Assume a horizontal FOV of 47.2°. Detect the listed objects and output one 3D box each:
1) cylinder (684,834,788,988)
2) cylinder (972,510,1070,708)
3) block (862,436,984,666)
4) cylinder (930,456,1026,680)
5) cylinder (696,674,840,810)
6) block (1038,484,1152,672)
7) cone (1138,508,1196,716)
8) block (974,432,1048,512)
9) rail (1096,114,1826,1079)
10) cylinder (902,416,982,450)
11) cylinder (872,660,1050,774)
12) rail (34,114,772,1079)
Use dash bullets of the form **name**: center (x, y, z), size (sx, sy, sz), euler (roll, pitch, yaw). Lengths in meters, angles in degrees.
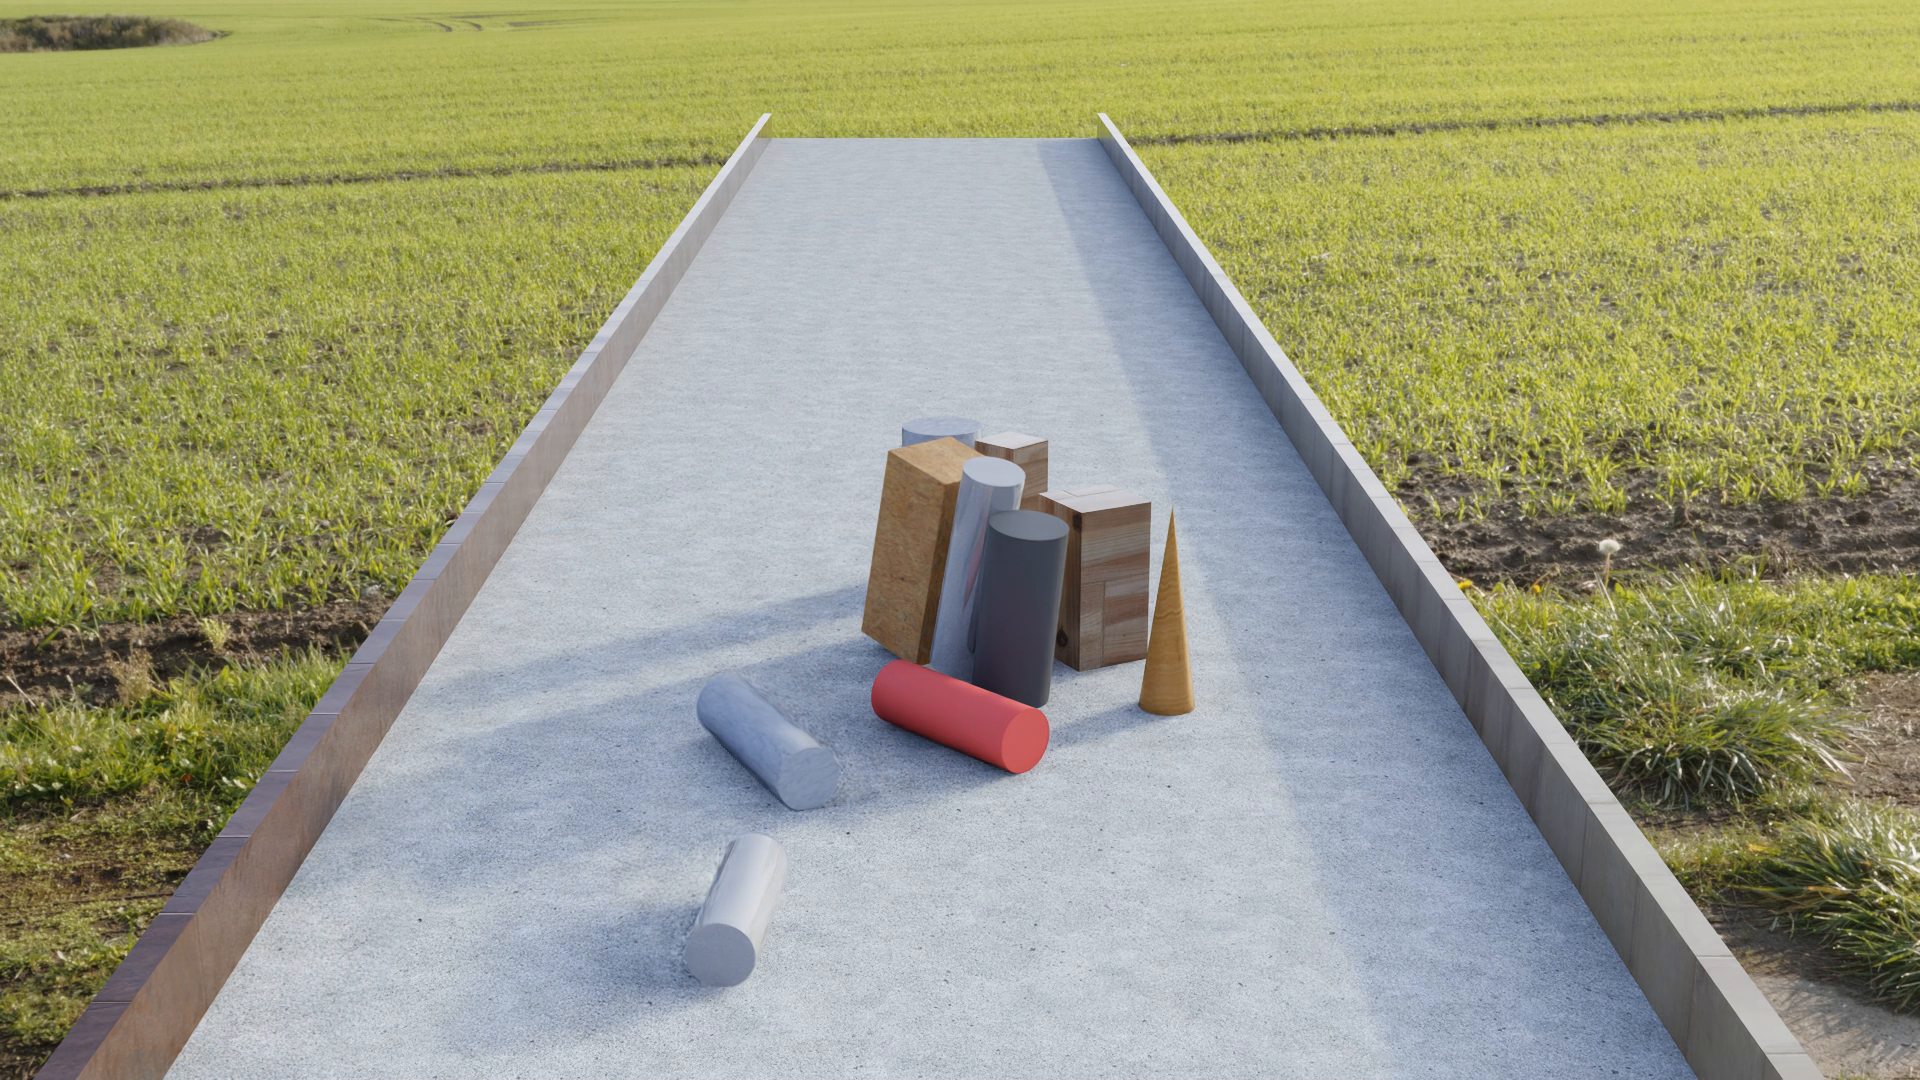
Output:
- **cylinder**: center (-0.326, 0.540, 3.234), size (0.100, 0.100, 0.304), euler (1, 17, 4)
- **cylinder**: center (0.112, 0.133, 4.139), size (0.150, 0.349, 0.150), euler (5, 22, -2)
- **block**: center (-0.054, 0.023, 4.392), size (0.167, 0.405, 0.167), euler (-15, 35, -41)
- **cylinder**: center (0.031, 0.057, 4.250), size (0.120, 0.431, 0.120), euler (8, 28, -4)
- **cylinder**: center (-0.342, 0.349, 3.856), size (0.112, 0.112, 0.398), euler (-8, 18, -25)
- **block**: center (0.267, 0.073, 4.408), size (0.162, 0.327, 0.162), euler (-9, 19, -28)
- **cone**: center (0.392, 0.124, 4.115), size (0.108, 0.396, 0.108), euler (0, 17, 0)
- **block**: center (0.108, -0.029, 4.662), size (0.109, 0.377, 0.109), euler (15, 22, 41)
- **rail**: center (0.932, -0.844, 7.801), size (0.050, 0.150, 12.000), euler (0, 17, -1)
- **cylinder**: center (-0.039, -0.081, 4.877), size (0.177, 0.354, 0.177), euler (0, 17, 0)
- **cylinder**: center (-0.003, 0.315, 3.961), size (0.118, 0.118, 0.345), euler (-15, 22, -41)
- **rail**: center (-1.118, -0.838, 7.780), size (0.050, 0.150, 12.000), euler (0, 17, -1)
